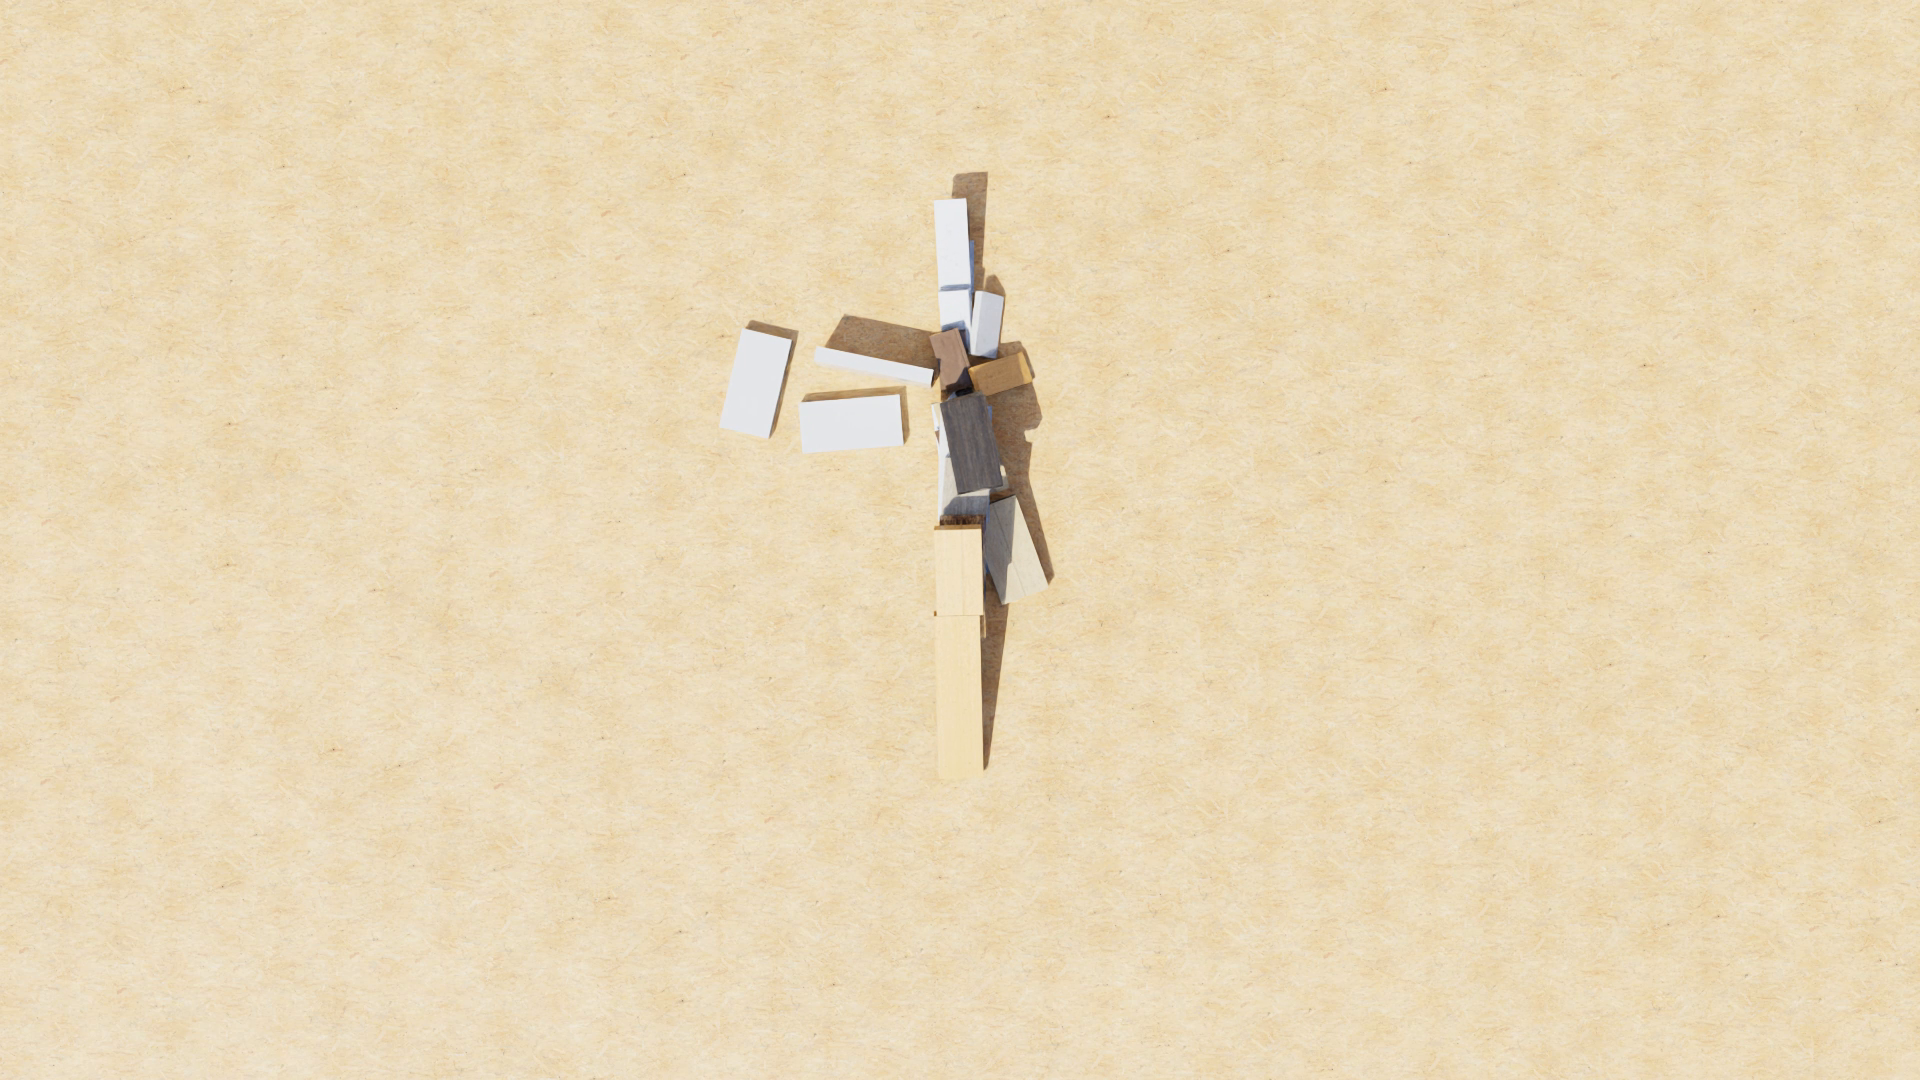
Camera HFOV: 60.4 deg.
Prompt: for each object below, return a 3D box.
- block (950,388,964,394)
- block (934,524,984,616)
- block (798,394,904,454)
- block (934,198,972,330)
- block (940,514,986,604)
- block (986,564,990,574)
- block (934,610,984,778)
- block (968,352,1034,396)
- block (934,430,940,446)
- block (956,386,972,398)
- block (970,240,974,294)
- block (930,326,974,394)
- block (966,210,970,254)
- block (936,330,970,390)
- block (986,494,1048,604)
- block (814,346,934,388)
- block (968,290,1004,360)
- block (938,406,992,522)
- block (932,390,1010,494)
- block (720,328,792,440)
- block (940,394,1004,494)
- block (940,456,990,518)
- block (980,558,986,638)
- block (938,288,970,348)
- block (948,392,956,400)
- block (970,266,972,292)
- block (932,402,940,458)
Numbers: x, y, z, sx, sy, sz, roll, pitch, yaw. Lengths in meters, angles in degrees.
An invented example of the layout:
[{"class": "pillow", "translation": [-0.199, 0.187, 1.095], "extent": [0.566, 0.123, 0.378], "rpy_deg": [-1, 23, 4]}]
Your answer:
[{"class": "block", "translation": [-0.004, -0.473, 5.474], "extent": [0.057, 0.016, 0.113], "rpy_deg": [-5, 109, 0]}, {"class": "block", "translation": [-0.004, 0.096, 5.191], "extent": [0.146, 0.041, 0.292], "rpy_deg": [-2, 112, 0]}, {"class": "block", "translation": [-0.361, -0.384, 5.476], "extent": [0.335, 0.047, 0.167], "rpy_deg": [-5, 90, 0]}, {"class": "block", "translation": [-0.021, -0.899, 5.411], "extent": [0.104, 0.030, 0.432], "rpy_deg": [-3, 106, 1]}, {"class": "block", "translation": [0.008, 0.065, 5.268], "extent": [0.147, 0.042, 0.294], "rpy_deg": [0, 112, 0]}, {"class": "block", "translation": [0.060, 0.064, 5.470], "extent": [0.015, 0.054, 0.108], "rpy_deg": [-24, 97, -43]}, {"class": "block", "translation": [-0.003, 0.507, 5.362], "extent": [0.146, 0.041, 0.598], "rpy_deg": [-2, 113, 0]}, {"class": "block", "translation": [0.134, -0.542, 5.433], "extent": [0.209, 0.030, 0.104], "rpy_deg": [-20, 90, -31]}, {"class": "block", "translation": [0.009, -0.260, 5.400], "extent": [0.120, 0.034, 0.239], "rpy_deg": [-18, 96, 1]}, {"class": "block", "translation": [0.027, -0.444, 5.451], "extent": [0.057, 0.016, 0.113], "rpy_deg": [-16, 109, 4]}, {"class": "block", "translation": [0.002, -0.907, 5.488], "extent": [0.088, 0.025, 0.175], "rpy_deg": [0, 90, 0]}, {"class": "block", "translation": [-0.024, -0.589, 5.404], "extent": [0.098, 0.028, 0.195], "rpy_deg": [-18, 103, 1]}, {"class": "block", "translation": [-0.012, -1.009, 5.466], "extent": [0.088, 0.025, 0.175], "rpy_deg": [0, 75, 0]}, {"class": "block", "translation": [-0.024, -0.594, 5.449], "extent": [0.098, 0.028, 0.195], "rpy_deg": [-5, 113, 0]}, {"class": "block", "translation": [0.161, 0.031, 5.452], "extent": [0.165, 0.047, 0.329], "rpy_deg": [-20, 98, 2]}, {"class": "block", "translation": [-0.279, -0.565, 5.416], "extent": [0.385, 0.167, 0.047], "rpy_deg": [12, 90, 0]}, {"class": "block", "translation": [0.086, -0.709, 5.452], "extent": [0.030, 0.104, 0.209], "rpy_deg": [7, 90, 45]}, {"class": "block", "translation": [0.015, -0.247, 5.314], "extent": [0.165, 0.047, 0.373], "rpy_deg": [1, 96, -1]}, {"class": "block", "translation": [0.036, -0.305, 5.355], "extent": [0.165, 0.047, 0.329], "rpy_deg": [-16, 96, 0]}, {"class": "block", "translation": [-0.677, -0.518, 5.476], "extent": [0.167, 0.047, 0.335], "rpy_deg": [13, 90, 0]}, {"class": "block", "translation": [0.036, -0.302, 5.233], "extent": [0.147, 0.042, 0.294], "rpy_deg": [-11, 83, -4]}, {"class": "block", "translation": [0.015, -0.113, 5.284], "extent": [0.147, 0.042, 0.294], "rpy_deg": [4, 96, -2]}, {"class": "block", "translation": [0.004, 0.173, 5.267], "extent": [0.146, 0.041, 0.292], "rpy_deg": [-2, 112, 0]}, {"class": "block", "translation": [-0.015, -0.726, 5.425], "extent": [0.098, 0.028, 0.195], "rpy_deg": [-4, 113, 1]}, {"class": "block", "translation": [-0.023, -0.443, 5.466], "extent": [0.057, 0.016, 0.113], "rpy_deg": [34, 105, -13]}, {"class": "block", "translation": [-0.004, -0.814, 5.464], "extent": [0.088, 0.025, 0.176], "rpy_deg": [-1, 106, 0]}, {"class": "block", "translation": [-0.019, -0.341, 5.450], "extent": [0.120, 0.034, 0.239], "rpy_deg": [-8, 106, 0]}]
